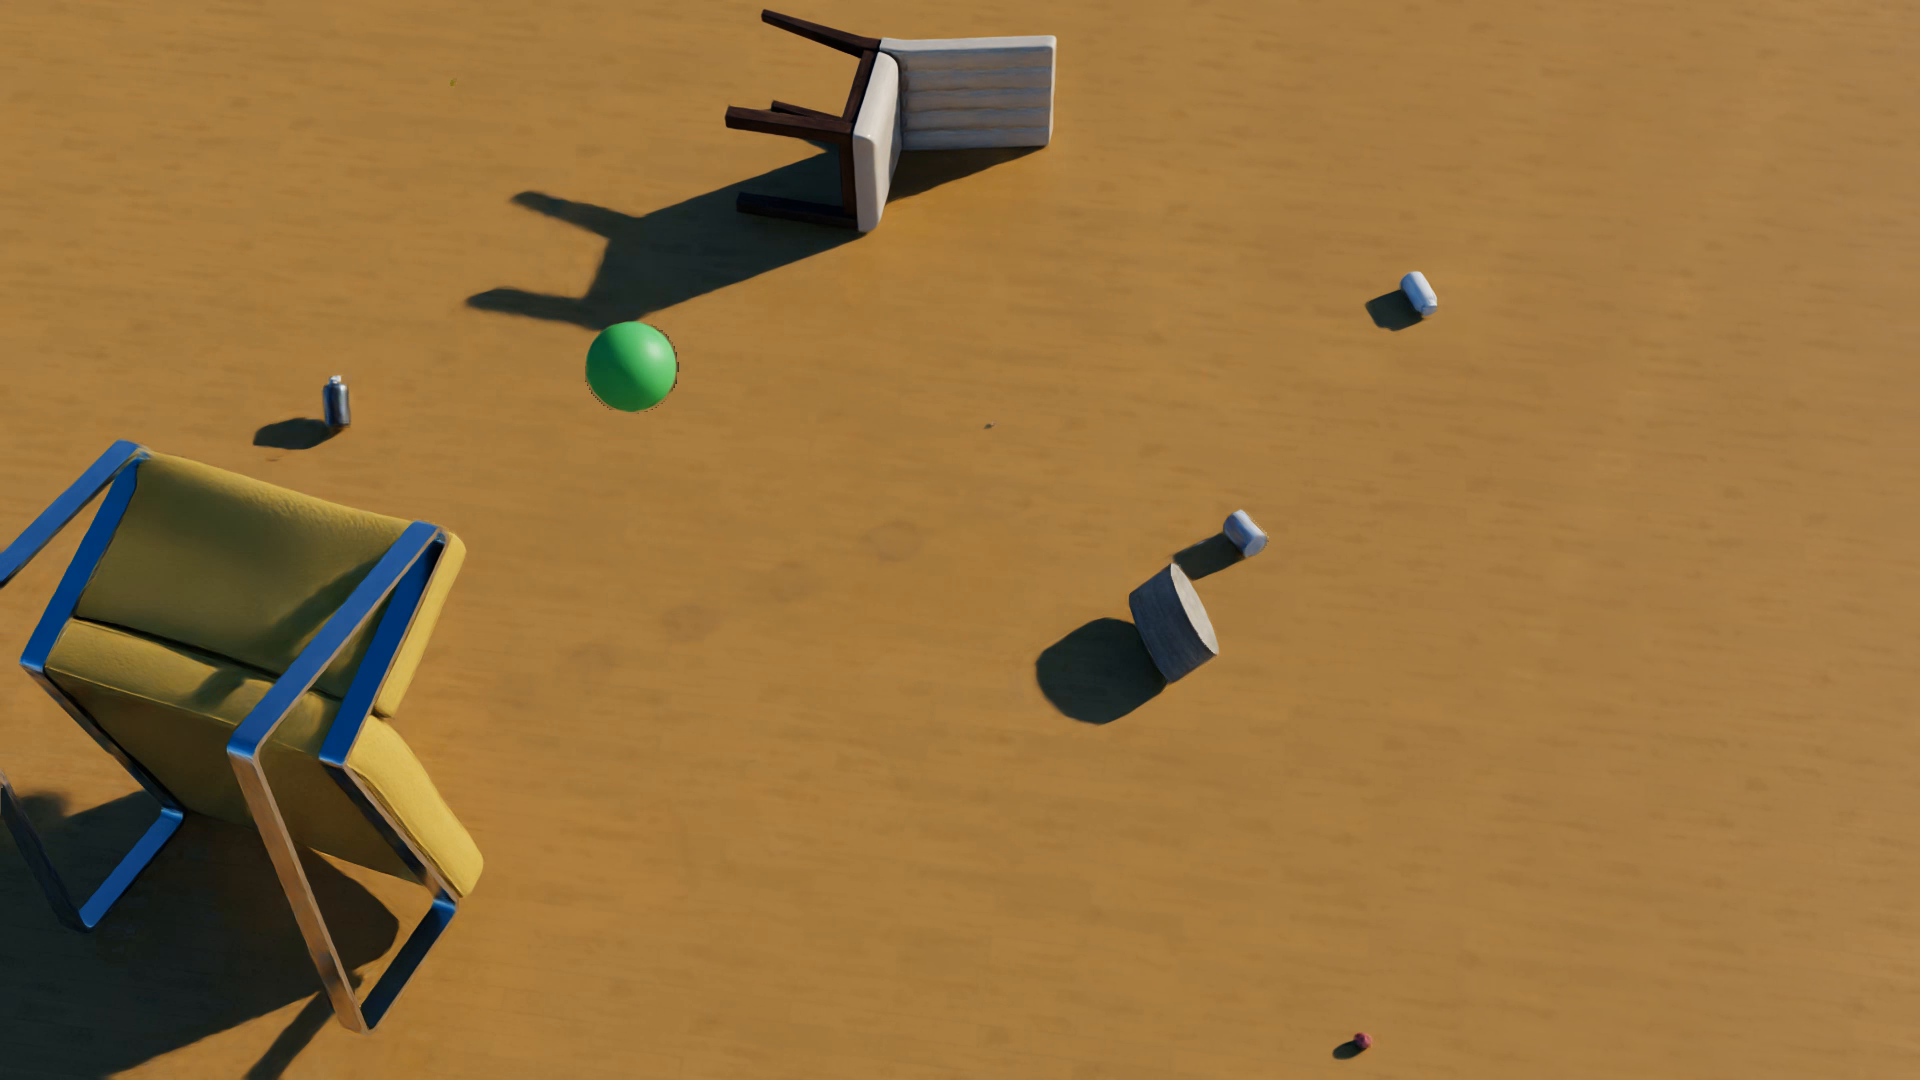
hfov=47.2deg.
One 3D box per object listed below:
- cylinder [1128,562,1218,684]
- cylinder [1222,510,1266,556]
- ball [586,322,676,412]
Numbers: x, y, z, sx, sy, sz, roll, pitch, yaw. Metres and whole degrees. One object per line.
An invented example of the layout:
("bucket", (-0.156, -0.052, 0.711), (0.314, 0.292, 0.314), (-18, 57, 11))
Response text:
("cylinder", (0.609, 0.238, 6.289), (0.163, 0.114, 0.308), (-38, 61, 28))
("cylinder", (0.843, -0.019, 6.529), (0.083, 0.096, 0.107), (-29, 61, -17))
("ball", (-0.855, -0.451, 5.718), (0.232, 0.232, 0.232), (0, 56, 0))
